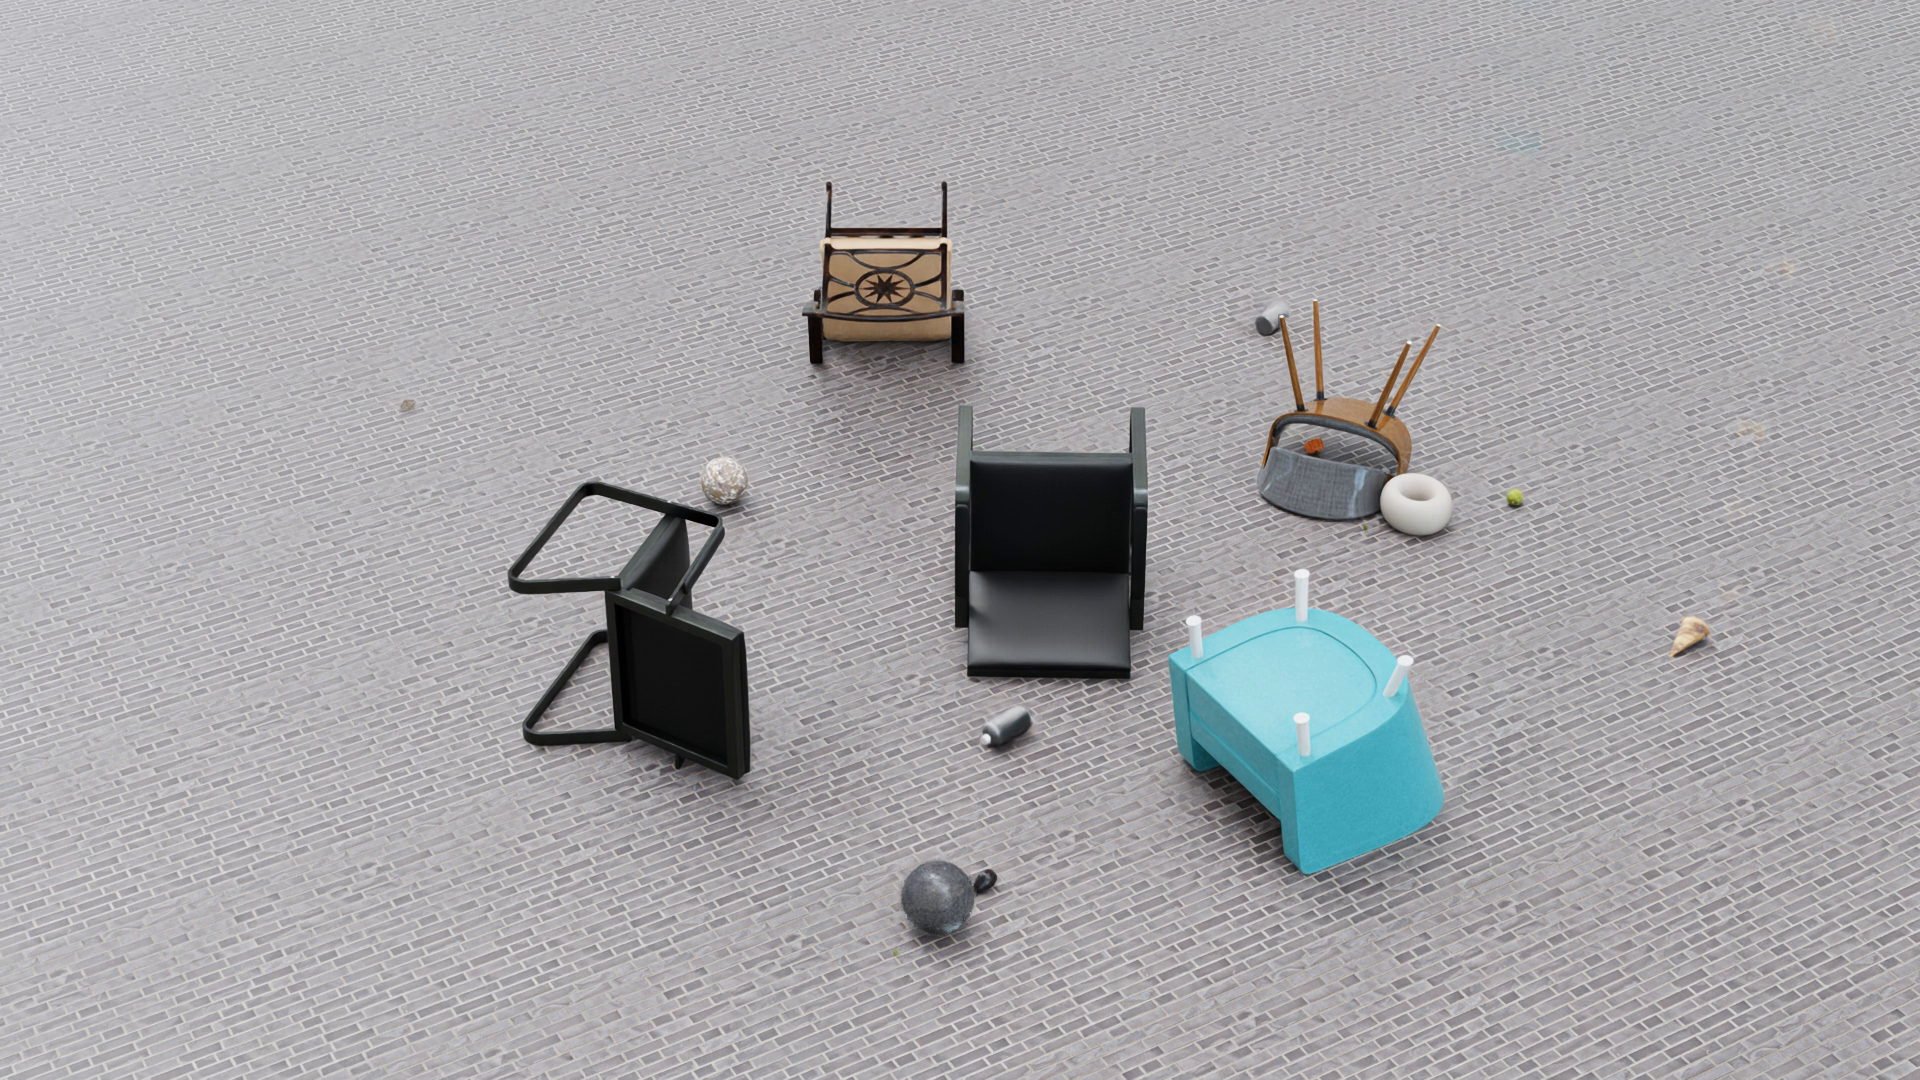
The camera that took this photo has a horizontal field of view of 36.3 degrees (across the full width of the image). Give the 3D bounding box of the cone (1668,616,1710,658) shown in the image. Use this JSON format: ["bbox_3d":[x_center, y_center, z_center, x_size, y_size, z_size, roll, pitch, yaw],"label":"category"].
[{"bbox_3d":[2.550,0.362,10.351,0.181,0.098,0.112,-43,25,-23],"label":"cone"}]

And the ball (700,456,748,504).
[{"bbox_3d":[-0.896,-0.224,11.120,0.182,0.182,0.182,0,33,0],"label":"ball"}]

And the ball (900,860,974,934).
[{"bbox_3d":[-0.069,1.105,9.060,0.229,0.229,0.229,0,33,0],"label":"ball"}]

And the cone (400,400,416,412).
[{"bbox_3d":[-2.220,-0.544,11.750,0.062,0.047,0.063,-17,17,-21],"label":"cone"}]

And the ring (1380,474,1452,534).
[{"bbox_3d":[1.714,-0.134,11.019,0.259,0.144,0.284,-22,41,-27],"label":"ring"}]
